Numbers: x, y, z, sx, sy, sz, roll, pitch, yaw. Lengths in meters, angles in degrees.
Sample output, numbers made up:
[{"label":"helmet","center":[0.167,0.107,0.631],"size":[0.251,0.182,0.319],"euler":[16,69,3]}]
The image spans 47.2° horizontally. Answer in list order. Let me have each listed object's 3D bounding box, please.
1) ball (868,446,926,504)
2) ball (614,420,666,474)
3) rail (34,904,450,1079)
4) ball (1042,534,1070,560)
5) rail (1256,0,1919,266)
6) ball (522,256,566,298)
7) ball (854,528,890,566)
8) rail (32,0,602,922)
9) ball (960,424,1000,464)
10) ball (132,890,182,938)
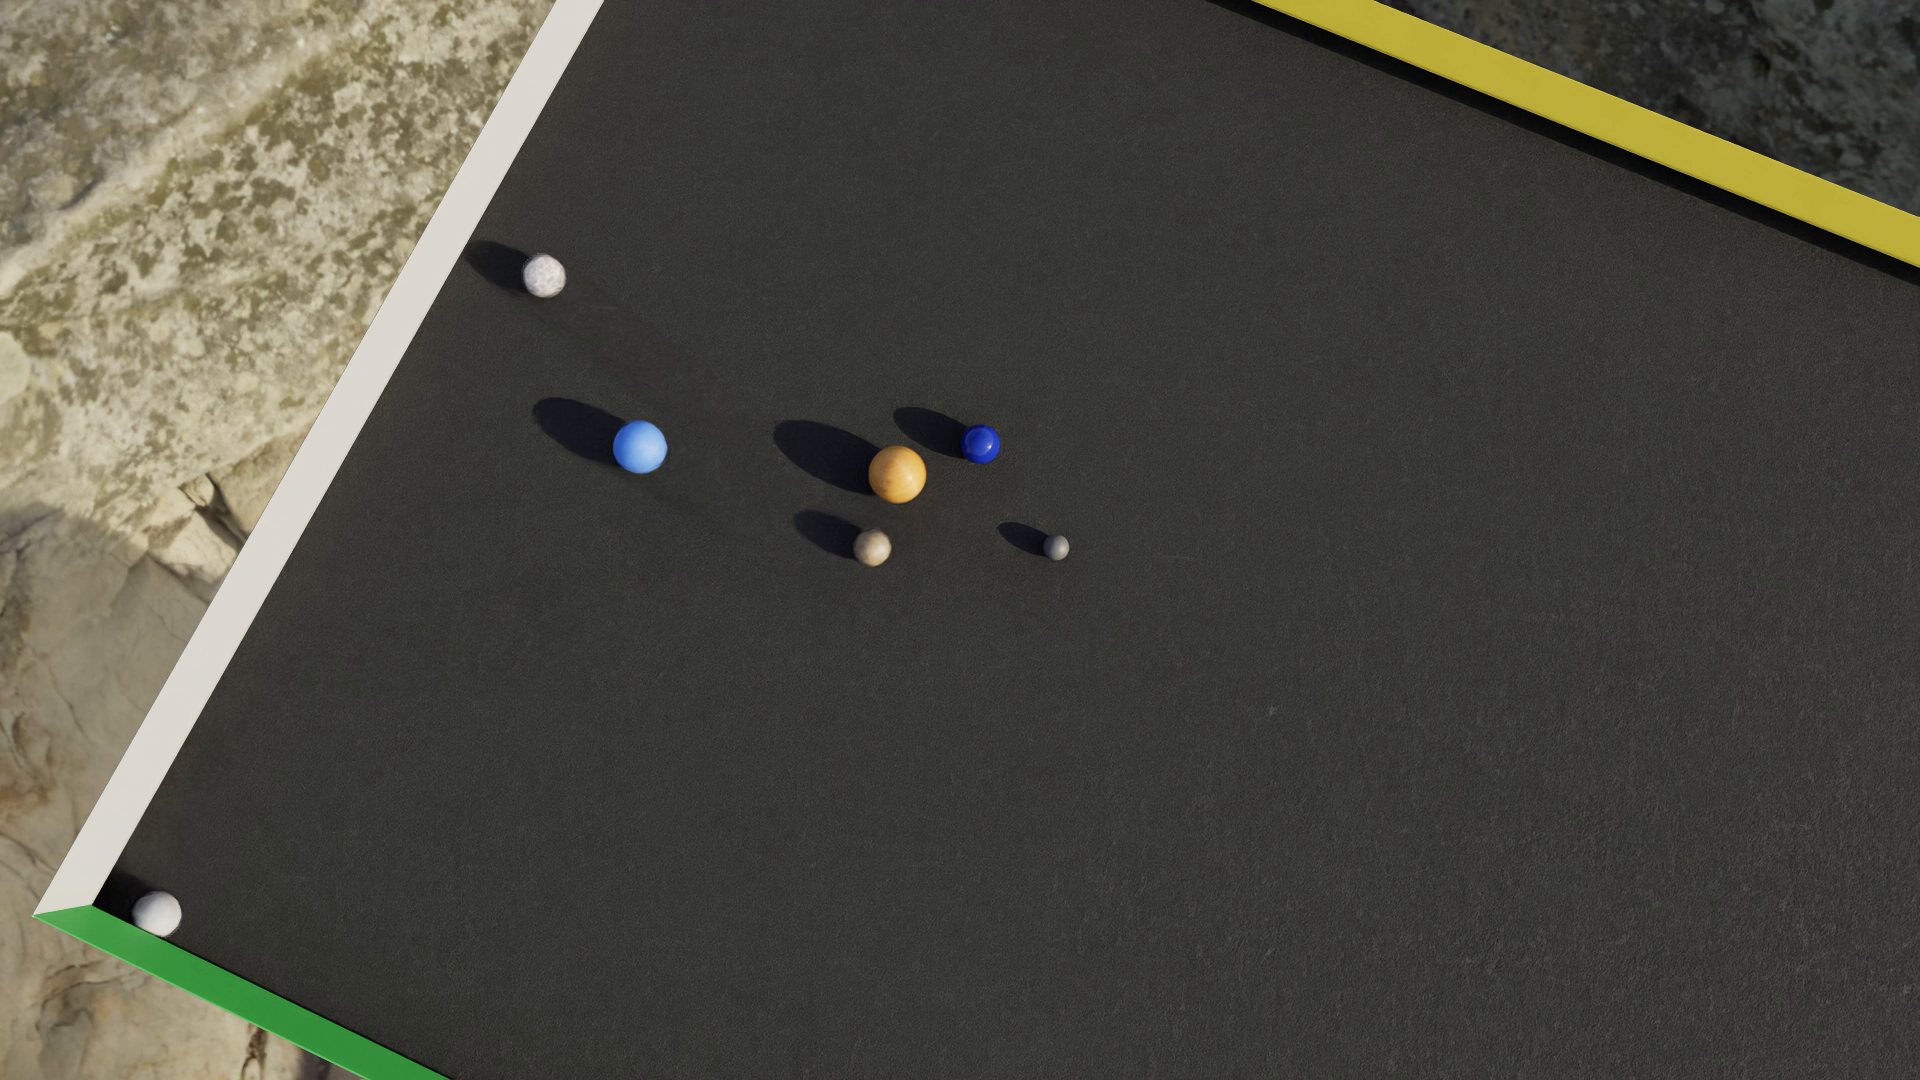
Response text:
[{"label":"ball","center":[-0.097,-0.101,3.391],"size":[0.090,0.090,0.090],"euler":[0,74,0]},{"label":"ball","center":[-0.496,-0.143,3.408],"size":[0.082,0.082,0.082],"euler":[0,74,0]},{"label":"rail","center":[0.433,1.297,2.964],"size":[3.839,0.117,0.045],"euler":[24,75,7]},{"label":"ball","center":[0.148,0.011,3.384],"size":[0.041,0.041,0.041],"euler":[0,74,0]},{"label":"rail","center":[1.312,-0.545,3.508],"size":[3.839,0.117,0.045],"euler":[24,75,7]},{"label":"ball","center":[-0.661,-0.419,3.497],"size":[0.067,0.067,0.067],"euler":[0,74,0]},{"label":"ball","center":[-0.135,0.012,3.375],"size":[0.058,0.058,0.058],"euler":[0,74,0]},{"label":"rail","center":[-0.851,-0.381,3.459],"size":[0.045,0.117,2.160],"euler":[24,75,7]},{"label":"ball","center":[0.031,-0.149,3.420],"size":[0.062,0.062,0.062],"euler":[0,74,0]},{"label":"ball","center":[-1.173,0.547,3.211],"size":[0.068,0.068,0.068],"euler":[0,74,0]}]
